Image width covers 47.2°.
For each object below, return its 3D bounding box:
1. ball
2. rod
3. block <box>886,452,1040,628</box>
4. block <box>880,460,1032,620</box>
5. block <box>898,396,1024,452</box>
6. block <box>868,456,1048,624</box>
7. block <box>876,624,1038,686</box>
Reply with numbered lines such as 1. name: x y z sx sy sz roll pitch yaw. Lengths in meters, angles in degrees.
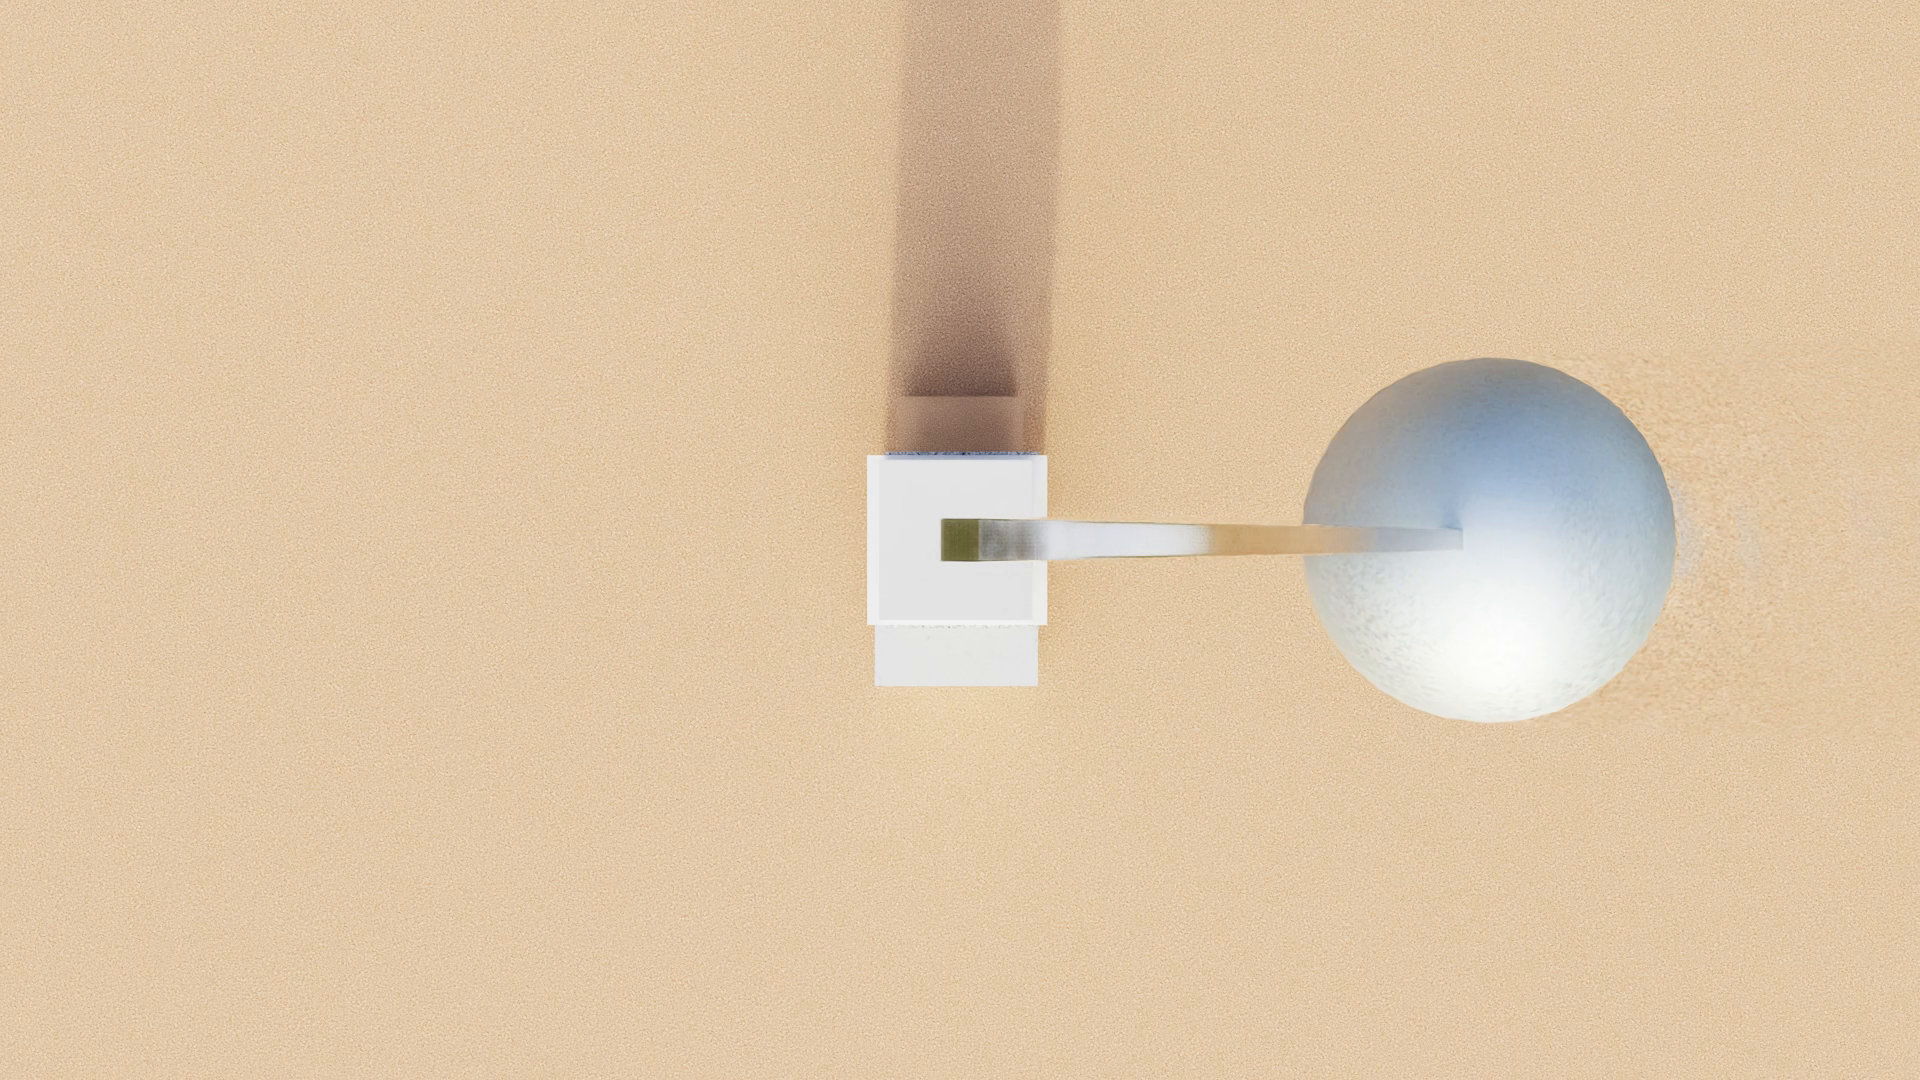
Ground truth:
1. ball: 2.295 0.000 9.616 1.600 1.600 1.600 0 90 0
2. rod: 0.994 0.000 6.475 0.080 5.200 0.080 0 90 22
3. block: 0.009 0.000 9.755 0.657 0.761 0.754 0 90 0
4. block: -0.016 0.000 8.374 0.565 0.506 0.592 0 90 0
5. block: 0.003 -0.485 12.710 0.708 0.580 0.652 0 90 0
6. block: -0.011 0.000 9.001 0.706 0.747 0.665 0 90 0
7. block: -0.020 0.331 12.607 0.904 0.787 0.960 0 90 0
